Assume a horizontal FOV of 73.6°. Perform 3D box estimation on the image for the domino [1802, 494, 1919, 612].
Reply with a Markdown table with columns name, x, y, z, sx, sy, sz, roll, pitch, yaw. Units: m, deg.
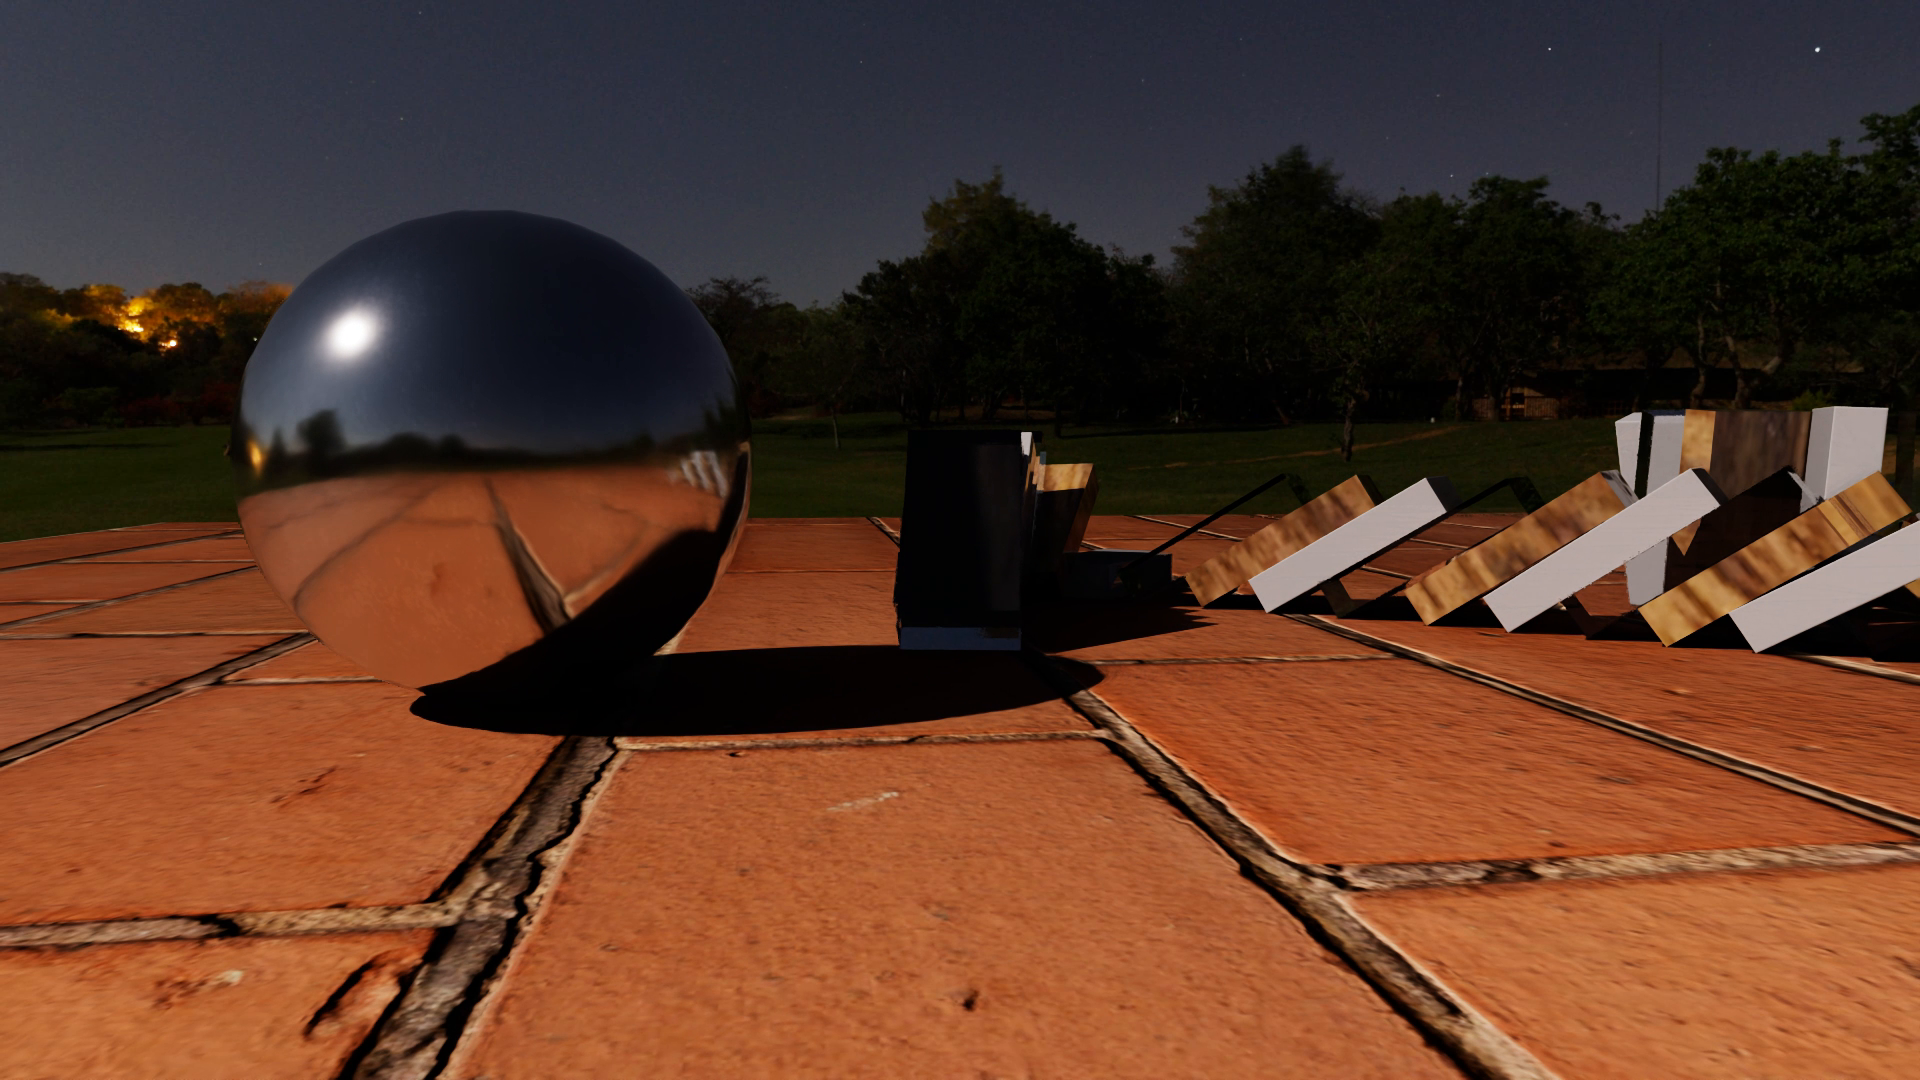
| name | x | y | z | sx | sy | sz | roll | pitch | yaw |
| --- | --- | --- | --- | --- | --- | --- | --- | --- | --- |
| domino | 0.244 | 0.001 | 0.347 | 0.025 | 0.010 | 0.050 | -2 | 31 | -28 |

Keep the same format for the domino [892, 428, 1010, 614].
| name | x | y | z | sx | sy | sz | roll | pitch | yaw |
| --- | --- | --- | --- | --- | --- | --- | --- | --- | --- |
| domino | -0.001 | -0.004 | 0.312 | 0.025 | 0.050 | 0.010 | -1 | -33 | 9 |

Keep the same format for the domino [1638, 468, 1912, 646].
| name | x | y | z | sx | sy | sz | roll | pitch | yaw |
| --- | --- | --- | --- | --- | --- | --- | --- | --- | --- |
| domino | 0.169 | 0.004 | 0.268 | 0.050 | 0.009 | 0.025 | -40 | -19 | 30 |

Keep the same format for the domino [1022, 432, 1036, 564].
| name | x | y | z | sx | sy | sz | roll | pitch | yaw |
| --- | --- | --- | --- | --- | --- | --- | --- | --- | --- |
| domino | 0.005 | -0.005 | 0.336 | 0.025 | 0.050 | 0.009 | 1 | -33 | 12 |

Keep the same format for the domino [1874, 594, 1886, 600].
| name | x | y | z | sx | sy | sz | roll | pitch | yaw |
| --- | --- | --- | --- | --- | --- | --- | --- | --- | --- |
| domino | 0.231 | 0.010 | 0.368 | 0.025 | 0.009 | 0.050 | -2 | 5 | -27 |

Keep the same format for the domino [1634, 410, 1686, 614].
| name | x | y | z | sx | sy | sz | roll | pitch | yaw |
| --- | --- | --- | --- | --- | --- | --- | --- | --- | --- |
| domino | 0.181 | -0.007 | 0.317 | 0.025 | 0.050 | 0.010 | 1 | 15 | 11 |

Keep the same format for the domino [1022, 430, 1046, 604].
| name | x | y | z | sx | sy | sz | roll | pitch | yaw |
| --- | --- | --- | --- | --- | --- | --- | --- | --- | --- |
| domino | 0.009 | -0.007 | 0.347 | 0.025 | 0.050 | 0.009 | 0 | -33 | 12 |

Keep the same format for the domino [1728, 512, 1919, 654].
| name | x | y | z | sx | sy | sz | roll | pitch | yaw |
| --- | --- | --- | --- | --- | --- | --- | --- | --- | --- |
| domino | 0.184 | 0.005 | 0.259 | 0.050 | 0.009 | 0.025 | -37 | -17 | 31 |

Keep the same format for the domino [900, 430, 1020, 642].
| name | x | y | z | sx | sy | sz | roll | pitch | yaw |
| --- | --- | --- | --- | --- | --- | --- | --- | --- | --- |
| domino | 0.001 | -0.002 | 0.287 | 0.025 | 0.050 | 0.009 | 0 | -33 | 3 |

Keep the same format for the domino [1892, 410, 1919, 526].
| name | x | y | z | sx | sy | sz | roll | pitch | yaw |
| --- | --- | --- | --- | --- | --- | --- | --- | --- | --- |
| domino | 0.216 | -0.003 | 0.280 | 0.010 | 0.050 | 0.025 | 0 | 4 | 6 |

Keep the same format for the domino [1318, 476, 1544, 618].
| name | x | y | z | sx | sy | sz | roll | pitch | yaw |
| --- | --- | --- | --- | --- | --- | --- | --- | --- | --- |
| domino | 0.115 | 0.002 | 0.311 | 0.050 | 0.009 | 0.025 | -35 | -16 | 31 |

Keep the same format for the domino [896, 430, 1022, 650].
| name | x | y | z | sx | sy | sz | roll | pitch | yaw |
| --- | --- | --- | --- | --- | --- | --- | --- | --- | --- |
| domino | 0.001 | -0.001 | 0.275 | 0.025 | 0.050 | 0.010 | 0 | -33 | 3 |

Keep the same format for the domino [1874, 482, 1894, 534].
| name | x | y | z | sx | sy | sz | roll | pitch | yaw |
| --- | --- | --- | --- | --- | --- | --- | --- | --- | --- |
| domino | 0.258 | 0.001 | 0.332 | 0.025 | 0.010 | 0.050 | 3 | 31 | -20 |

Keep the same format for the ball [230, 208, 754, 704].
| name | x | y | z | sx | sy | sz | roll | pitch | yaw |
| --- | --- | --- | --- | --- | --- | --- | --- | --- | --- |
| ball | -0.074 | -0.013 | 0.211 | 0.080 | 0.080 | 0.080 | 0 | 4 | 0 |

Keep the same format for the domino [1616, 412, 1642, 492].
| name | x | y | z | sx | sy | sz | roll | pitch | yaw |
| --- | --- | --- | --- | --- | --- | --- | --- | --- | --- |
| domino | 0.188 | -0.008 | 0.333 | 0.009 | 0.050 | 0.025 | -21 | 15 | -33 |

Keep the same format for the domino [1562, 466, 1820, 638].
| name | x | y | z | sx | sy | sz | roll | pitch | yaw |
| --- | --- | --- | --- | --- | --- | --- | --- | --- | --- |
| domino | 0.158 | 0.003 | 0.278 | 0.050 | 0.009 | 0.025 | -40 | -19 | 30 |

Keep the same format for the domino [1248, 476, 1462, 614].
| name | x | y | z | sx | sy | sz | roll | pitch | yaw |
| --- | --- | --- | --- | --- | --- | --- | --- | --- | --- |
| domino | 0.100 | 0.001 | 0.322 | 0.050 | 0.010 | 0.025 | -34 | -14 | 29 |

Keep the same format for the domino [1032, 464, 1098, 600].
| name | x | y | z | sx | sy | sz | roll | pitch | yaw |
| --- | --- | --- | --- | --- | --- | --- | --- | --- | --- |
| domino | 0.022 | -0.003 | 0.364 | 0.025 | 0.009 | 0.050 | 0 | 38 | 21 |

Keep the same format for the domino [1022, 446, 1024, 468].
| name | x | y | z | sx | sy | sz | roll | pitch | yaw |
| --- | --- | --- | --- | --- | --- | --- | --- | --- | --- |
| domino | 0.001 | -0.005 | 0.324 | 0.025 | 0.050 | 0.010 | 1 | -33 | 10 |

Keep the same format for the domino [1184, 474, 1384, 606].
| name | x | y | z | sx | sy | sz | roll | pitch | yaw |
| --- | --- | --- | --- | --- | --- | --- | --- | --- | --- |
| domino | 0.085 | 0.000 | 0.333 | 0.050 | 0.009 | 0.025 | -33 | -11 | 22 |

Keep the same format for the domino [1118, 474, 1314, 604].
| name | x | y | z | sx | sy | sz | roll | pitch | yaw |
| --- | --- | --- | --- | --- | --- | --- | --- | --- | --- |
| domino | 0.068 | -0.001 | 0.340 | 0.050 | 0.009 | 0.025 | -33 | -10 | 21 |

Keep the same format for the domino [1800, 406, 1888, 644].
| name | x | y | z | sx | sy | sz | roll | pitch | yaw |
| --- | --- | --- | --- | --- | --- | --- | --- | --- | --- |
| domino | 0.194 | -0.004 | 0.284 | 0.009 | 0.050 | 0.025 | 5 | 6 | 24 |

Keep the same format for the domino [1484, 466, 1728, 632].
| name | x | y | z | sx | sy | sz | roll | pitch | yaw |
| --- | --- | --- | --- | --- | --- | --- | --- | --- | --- |
| domino | 0.145 | 0.002 | 0.288 | 0.050 | 0.009 | 0.025 | -40 | -19 | 30 |

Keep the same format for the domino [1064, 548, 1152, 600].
| name | x | y | z | sx | sy | sz | roll | pitch | yaw |
| --- | --- | --- | --- | --- | --- | --- | --- | --- | --- |
| domino | 0.043 | 0.010 | 0.378 | 0.025 | 0.010 | 0.050 | 3 | 5 | 32 |

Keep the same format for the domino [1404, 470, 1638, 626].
| name | x | y | z | sx | sy | sz | roll | pitch | yaw |
| --- | --- | --- | --- | --- | --- | --- | --- | --- | --- |
| domino | 0.131 | 0.002 | 0.299 | 0.050 | 0.009 | 0.025 | -39 | -18 | 31 |

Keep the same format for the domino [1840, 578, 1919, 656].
| name | x | y | z | sx | sy | sz | roll | pitch | yaw |
| --- | --- | --- | --- | --- | --- | --- | --- | --- | --- |
| domino | 0.201 | 0.006 | 0.252 | 0.050 | 0.010 | 0.025 | -34 | -15 | 26 |

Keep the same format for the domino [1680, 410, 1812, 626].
| name | x | y | z | sx | sy | sz | roll | pitch | yaw |
| --- | --- | --- | --- | --- | --- | --- | --- | --- | --- |
| domino | 0.182 | -0.005 | 0.301 | 0.025 | 0.050 | 0.009 | -1 | 9 | -9 |
